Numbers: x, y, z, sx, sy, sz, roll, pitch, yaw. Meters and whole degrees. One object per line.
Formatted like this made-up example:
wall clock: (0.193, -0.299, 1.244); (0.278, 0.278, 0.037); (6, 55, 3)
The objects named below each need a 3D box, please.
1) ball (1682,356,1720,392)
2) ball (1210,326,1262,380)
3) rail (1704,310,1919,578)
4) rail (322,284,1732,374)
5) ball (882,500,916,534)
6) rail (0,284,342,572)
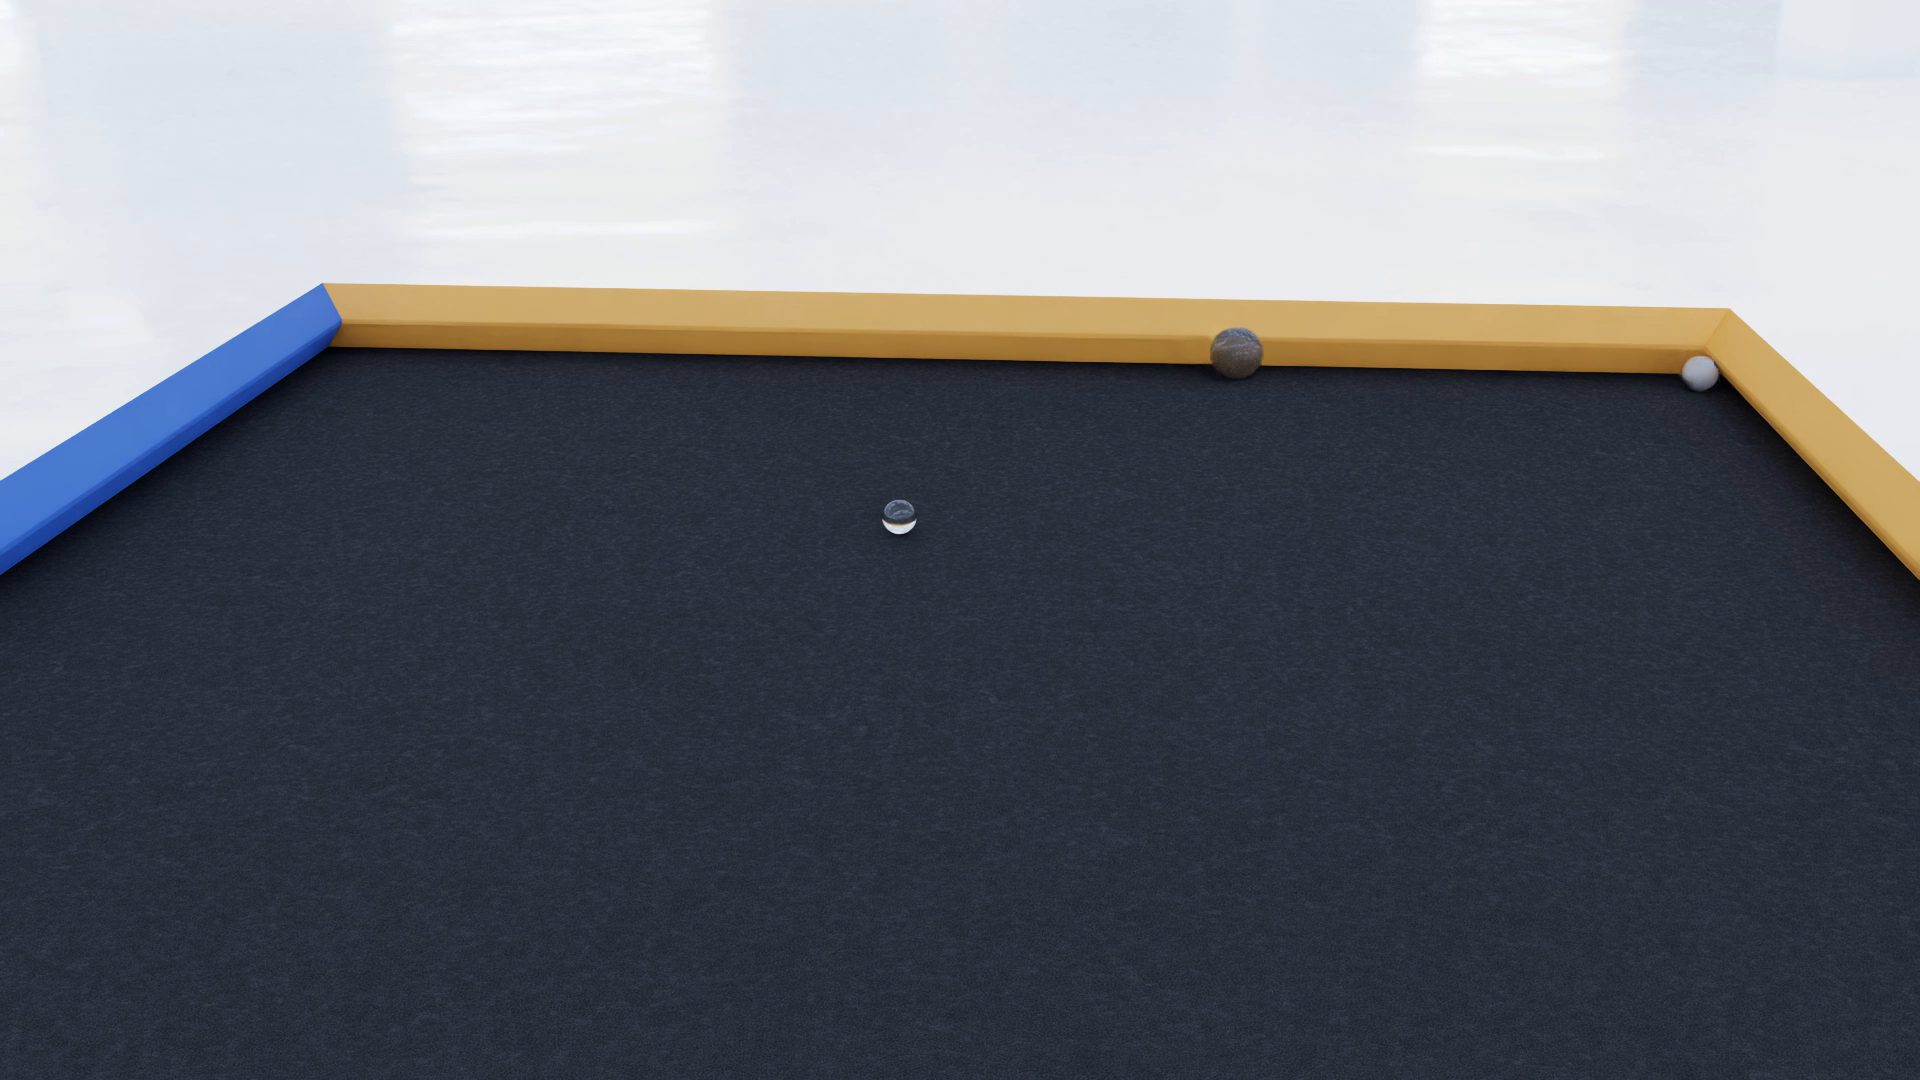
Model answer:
ball: (1.146, -0.258, 3.403); (0.055, 0.055, 0.055); (0, 19, 0)
ball: (0.435, -0.295, 3.470); (0.082, 0.082, 0.082); (0, 19, 0)
rail: (1.035, 0.330, 1.630); (0.045, 0.107, 3.952); (2, 19, 4)
rail: (0.077, -0.338, 3.553); (2.282, 0.107, 0.045); (2, 19, 4)
ball: (-0.076, -0.029, 2.762); (0.044, 0.044, 0.044); (0, 19, 0)
rail: (-1.193, 0.271, 1.800); (0.045, 0.107, 3.952); (2, 19, 4)
